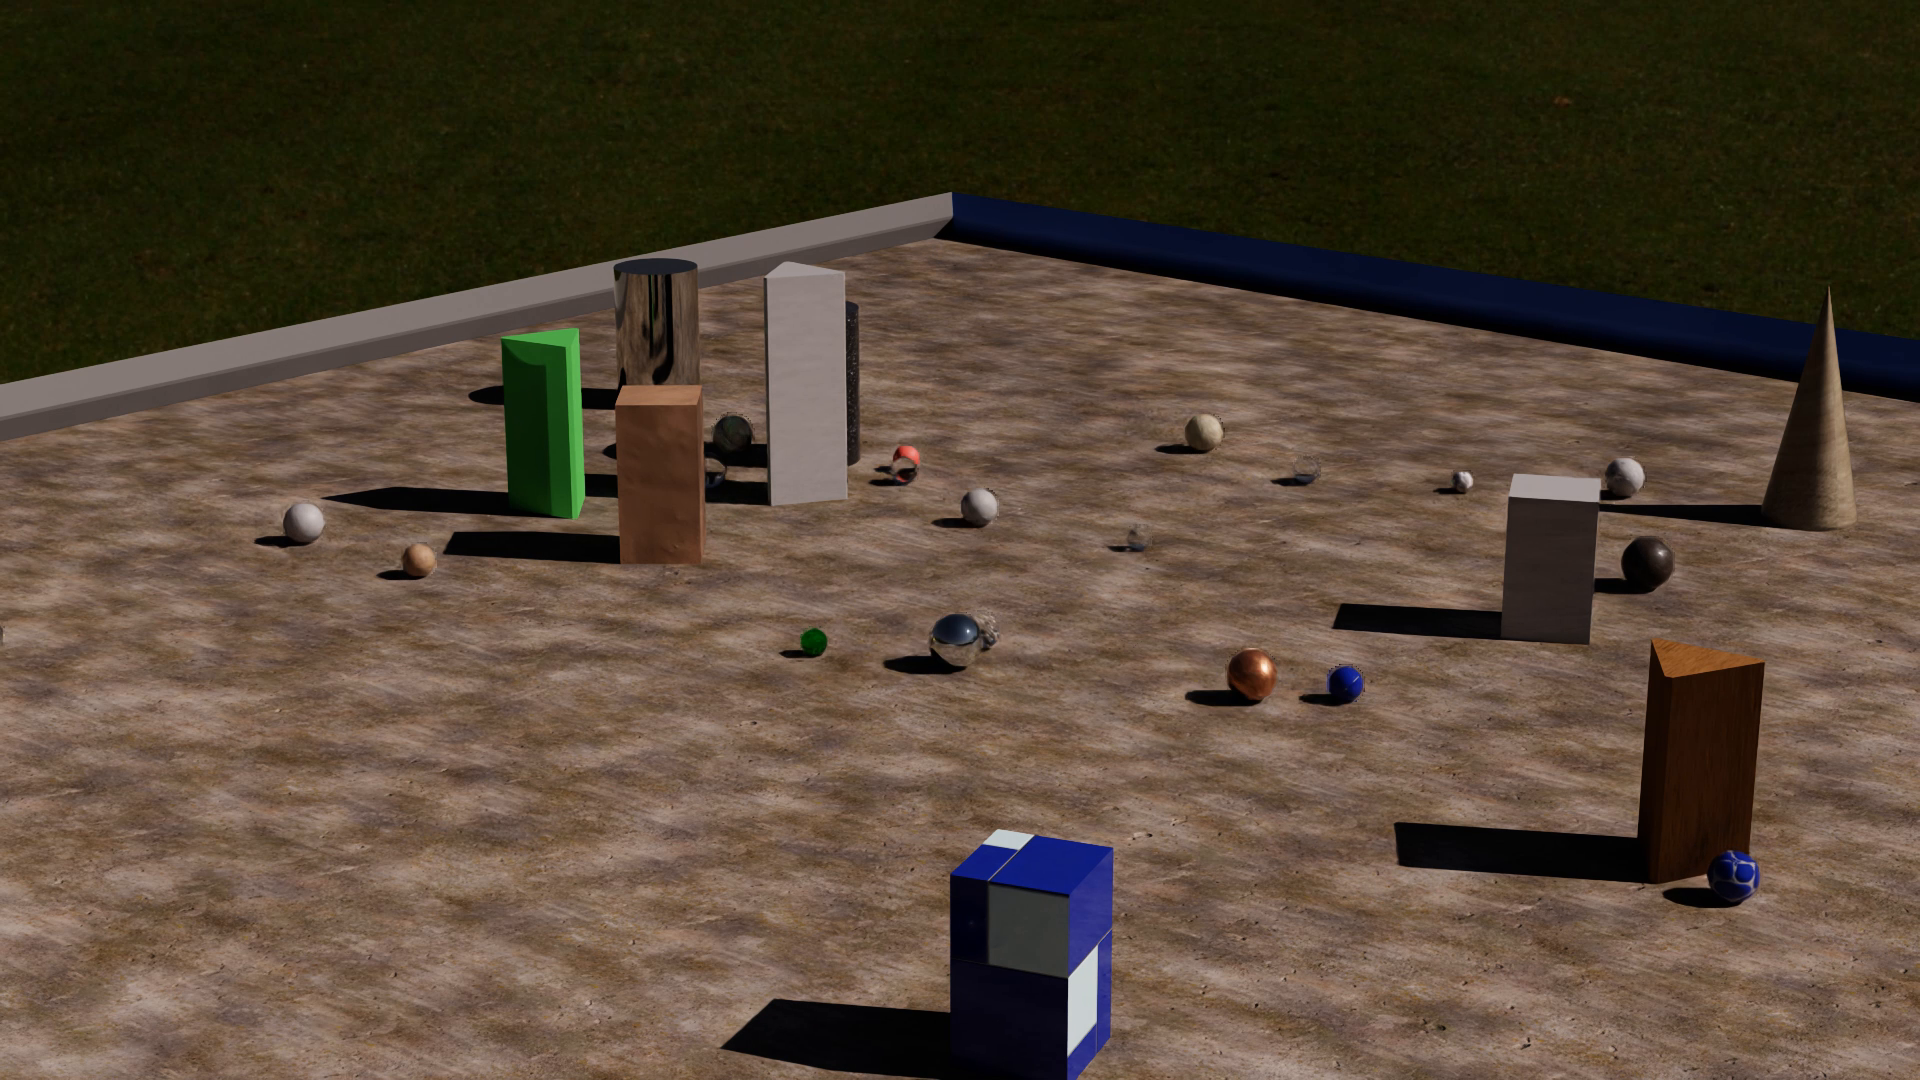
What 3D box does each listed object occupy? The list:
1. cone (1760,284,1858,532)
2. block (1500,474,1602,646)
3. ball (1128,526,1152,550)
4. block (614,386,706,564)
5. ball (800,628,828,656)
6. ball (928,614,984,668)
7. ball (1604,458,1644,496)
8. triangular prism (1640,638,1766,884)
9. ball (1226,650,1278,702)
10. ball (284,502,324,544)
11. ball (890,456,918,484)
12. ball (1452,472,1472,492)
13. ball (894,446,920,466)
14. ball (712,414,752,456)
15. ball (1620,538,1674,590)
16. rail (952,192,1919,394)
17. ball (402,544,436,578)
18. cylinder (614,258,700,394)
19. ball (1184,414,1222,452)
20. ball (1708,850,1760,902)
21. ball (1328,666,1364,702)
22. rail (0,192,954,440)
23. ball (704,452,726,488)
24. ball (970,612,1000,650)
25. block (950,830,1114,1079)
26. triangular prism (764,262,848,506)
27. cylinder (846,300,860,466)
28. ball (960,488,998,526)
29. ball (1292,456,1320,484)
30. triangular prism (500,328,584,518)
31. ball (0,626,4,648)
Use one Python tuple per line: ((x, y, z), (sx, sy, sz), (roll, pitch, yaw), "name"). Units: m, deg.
((1.610, -0.258, 5.497), (0.181, 0.452, 0.181), (0, 17, 0), "cone")
((0.988, 0.031, 4.899), (0.145, 0.246, 0.145), (4, 17, 13), "block")
((0.328, -0.003, 5.359), (0.044, 0.044, 0.044), (0, 17, 0), "ball")
((-0.540, -0.119, 5.309), (0.145, 0.295, 0.145), (0, 17, -1), "block")
((-0.239, 0.167, 4.796), (0.045, 0.045, 0.045), (0, 17, 0), "ball")
((-0.007, 0.163, 4.733), (0.090, 0.090, 0.090), (0, 17, 0), "ball")
((1.291, -0.122, 5.699), (0.076, 0.076, 0.076), (0, 17, 0), "ball")
((0.969, 0.291, 3.960), (0.157, 0.292, 0.136), (-7, 18, -23), "triangular prism")
((0.457, 0.212, 4.586), (0.081, 0.081, 0.081), (0, 17, 0), "ball")
((-1.209, -0.031, 5.400), (0.074, 0.074, 0.074), (0, 17, 0), "ball")
((-0.110, -0.137, 5.785), (0.054, 0.054, 0.054), (0, 17, 0), "ball")
((0.981, -0.114, 5.728), (0.042, 0.042, 0.042), (0, 17, 0), "ball")
((-0.107, -0.164, 5.876), (0.052, 0.052, 0.052), (0, 17, 0), "ball")
((-0.465, -0.214, 5.988), (0.083, 0.083, 0.083), (0, 17, 0), "ball")
((1.204, 0.041, 5.134), (0.091, 0.091, 0.091), (0, 17, 0), "ball")
((1.599, -0.505, 6.884), (4.339, 0.118, 0.045), (14, 22, 39), "rail")
((-0.961, 0.036, 5.203), (0.059, 0.059, 0.059), (0, 17, 0), "ball")
((-0.658, -0.448, 6.383), (0.181, 0.301, 0.181), (0, 17, 0), "cylinder")
((0.500, -0.220, 6.019), (0.077, 0.077, 0.077), (0, 17, 0), "ball")
((1.017, 0.441, 3.851), (0.068, 0.068, 0.068), (0, 17, 0), "ball")
((0.603, 0.225, 4.586), (0.055, 0.055, 0.055), (0, 17, 0), "ball")
((-1.620, -0.378, 6.468), (0.045, 0.118, 4.926), (14, 22, 39), "rail")
((-0.494, -0.136, 5.751), (0.072, 0.072, 0.072), (0, 17, 0), "ball")
((0.036, 0.150, 4.828), (0.060, 0.060, 0.060), (0, 17, 0), "ball")
((0.084, 0.485, 3.406), (0.145, 0.243, 0.145), (7, 18, 22), "block")
((-0.314, -0.306, 5.666), (0.157, 0.446, 0.136), (-5, 18, -17), "triangular prism")
((-0.293, -0.316, 5.929), (0.181, 0.313, 0.181), (0, 17, 0), "cylinder")
((0.036, -0.062, 5.510), (0.069, 0.069, 0.069), (0, 17, 0), "ball")
((0.684, -0.138, 5.789), (0.053, 0.053, 0.053), (0, 17, 0), "ball")
((-0.765, -0.228, 5.602), (0.157, 0.335, 0.136), (9, 19, 27), "triangular prism")
((-1.596, 0.158, 4.784), (0.070, 0.070, 0.070), (0, 17, 0), "ball")
